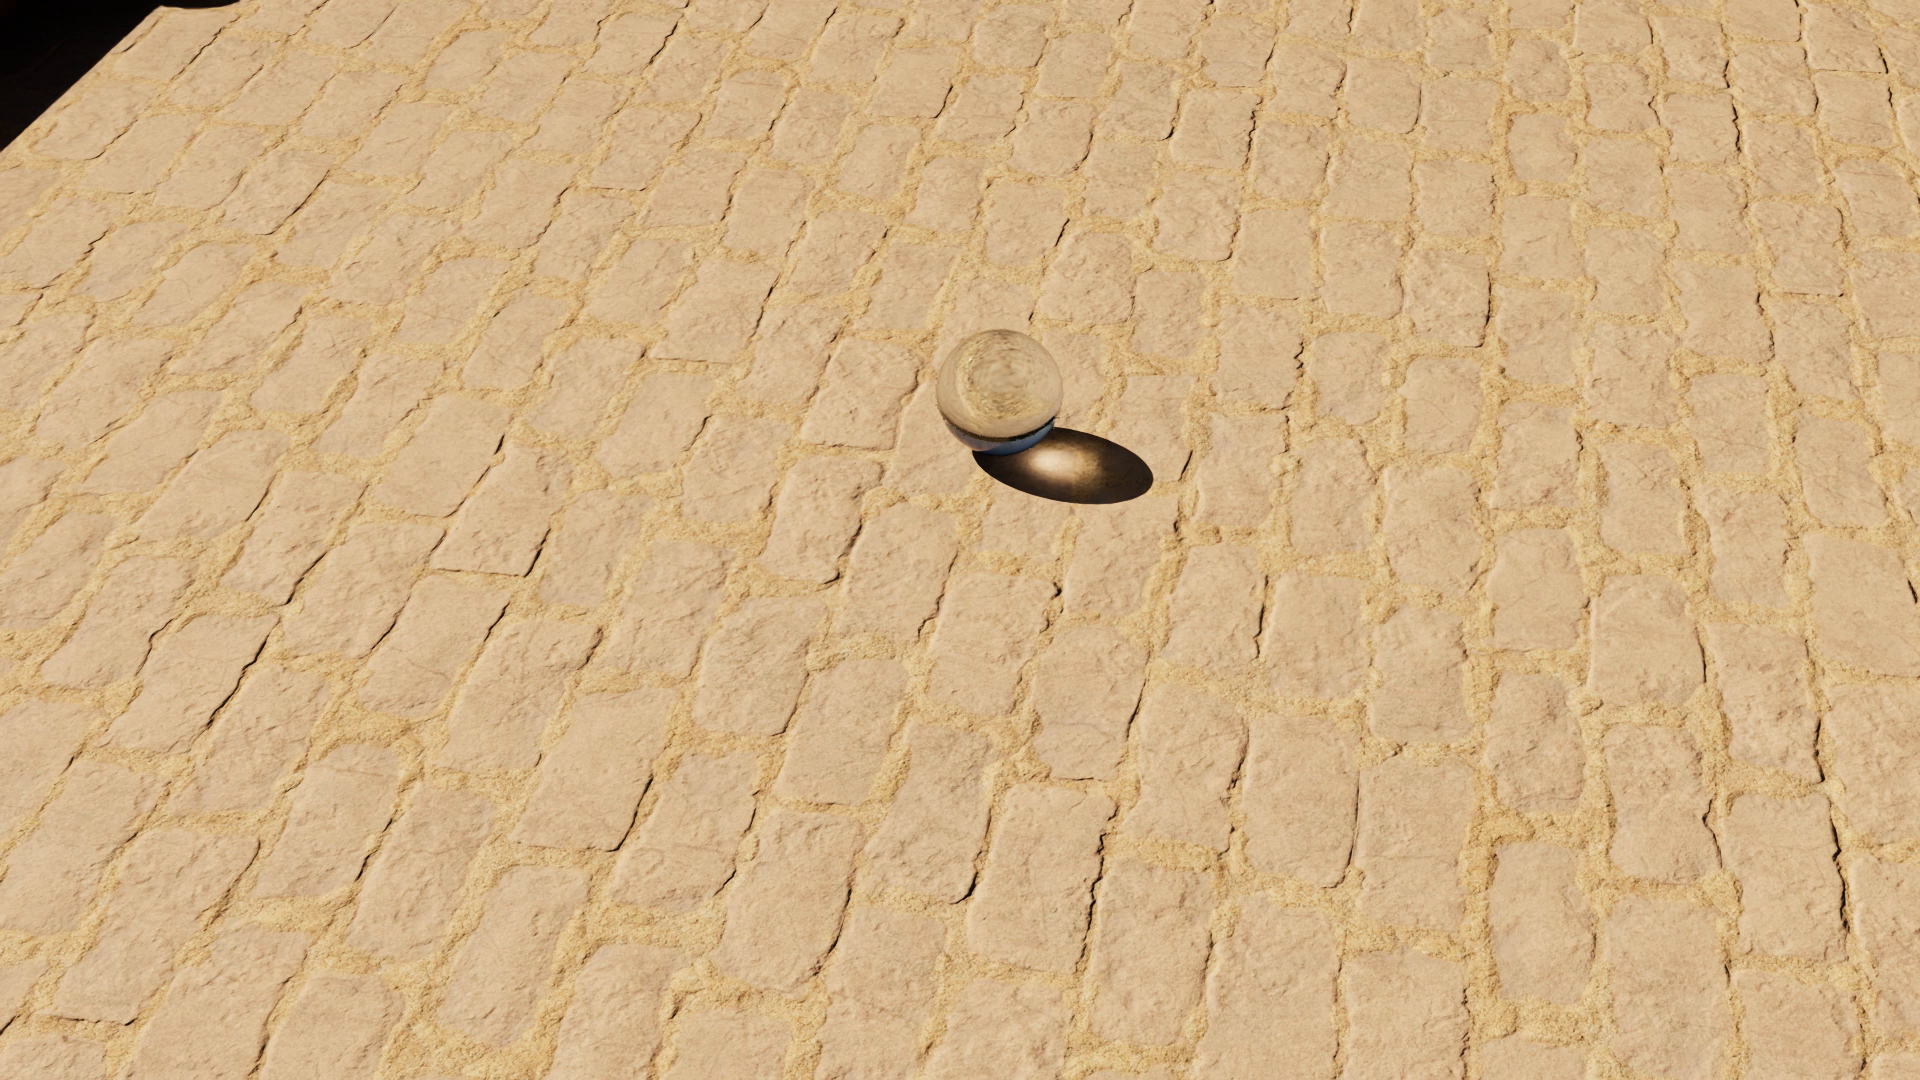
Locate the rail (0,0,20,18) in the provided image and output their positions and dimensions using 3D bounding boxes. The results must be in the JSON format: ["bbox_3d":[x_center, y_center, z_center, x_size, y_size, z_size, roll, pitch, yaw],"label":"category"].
[{"bbox_3d":[-1.051,-0.134,1.865,0.045,0.125,2.585,6,36,9],"label":"rail"}]

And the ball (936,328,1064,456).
[{"bbox_3d":[0.029,-0.107,1.858,0.092,0.092,0.092,0,35,0],"label":"ball"}]
